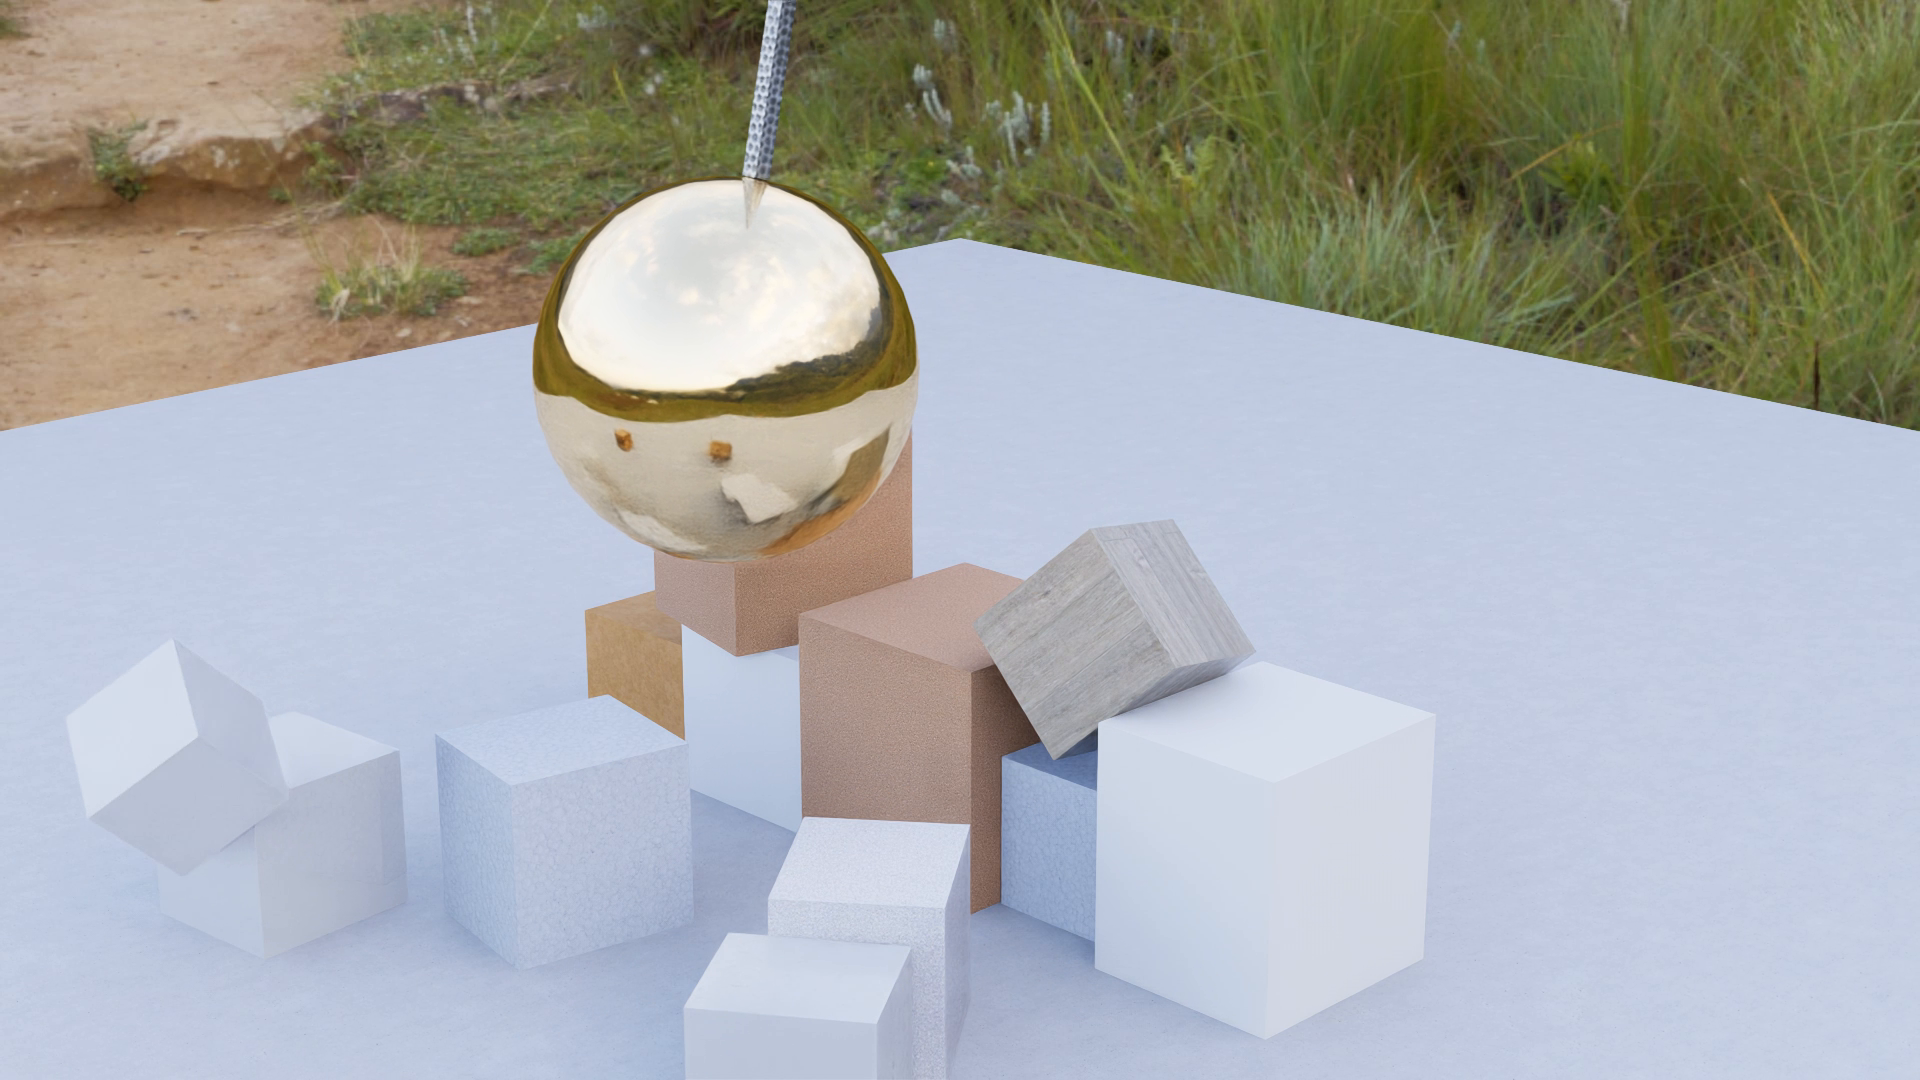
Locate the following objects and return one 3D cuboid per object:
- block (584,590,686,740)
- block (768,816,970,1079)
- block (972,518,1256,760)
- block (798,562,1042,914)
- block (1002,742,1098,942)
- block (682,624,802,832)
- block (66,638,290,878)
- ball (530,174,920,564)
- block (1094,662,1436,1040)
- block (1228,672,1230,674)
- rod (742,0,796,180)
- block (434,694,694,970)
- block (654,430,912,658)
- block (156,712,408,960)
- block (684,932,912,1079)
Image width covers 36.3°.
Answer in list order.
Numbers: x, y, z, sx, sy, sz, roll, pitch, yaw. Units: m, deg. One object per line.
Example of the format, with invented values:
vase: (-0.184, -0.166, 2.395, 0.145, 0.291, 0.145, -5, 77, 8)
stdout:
block: (-1.322, 0.694, 14.952, 0.821, 0.711, 0.815, -17, 24, -42)
block: (-0.349, 1.652, 11.765, 0.689, 0.793, 0.818, 2, 18, 7)
block: (0.665, 0.421, 12.617, 0.728, 0.695, 0.722, -40, -17, 29)
block: (0.036, 0.886, 13.614, 1.111, 1.145, 1.090, 16, 24, 42)
block: (0.699, 1.294, 13.046, 0.722, 0.708, 0.731, -17, 24, -42)
block: (-0.708, 0.807, 14.325, 0.889, 0.870, 0.928, -17, 24, -42)
block: (-3.284, 0.914, 12.305, 0.585, 0.579, 0.599, -36, 47, 7)
ball: (-0.964, -0.702, 12.111, 1.600, 1.600, 1.600, 0, 17, 0)
block: (1.284, 1.280, 12.401, 0.937, 1.122, 1.068, 17, 24, 42)
block: (1.324, 1.019, 14.060, 0.506, 0.625, 0.542, 4, 18, 12)
rod: (-0.418, -4.024, 11.639, 0.080, 5.200, 0.080, 17, 11, 42)
block: (-1.736, 1.268, 12.893, 0.853, 0.850, 0.738, -12, 21, -33)
block: (-0.860, -0.104, 14.139, 0.965, 0.981, 0.844, -11, 20, -30)
block: (-3.019, 1.293, 13.014, 0.747, 0.729, 0.793, 14, 22, 38)
block: (-0.600, 1.943, 11.091, 0.724, 0.642, 0.656, 3, 18, 10)
